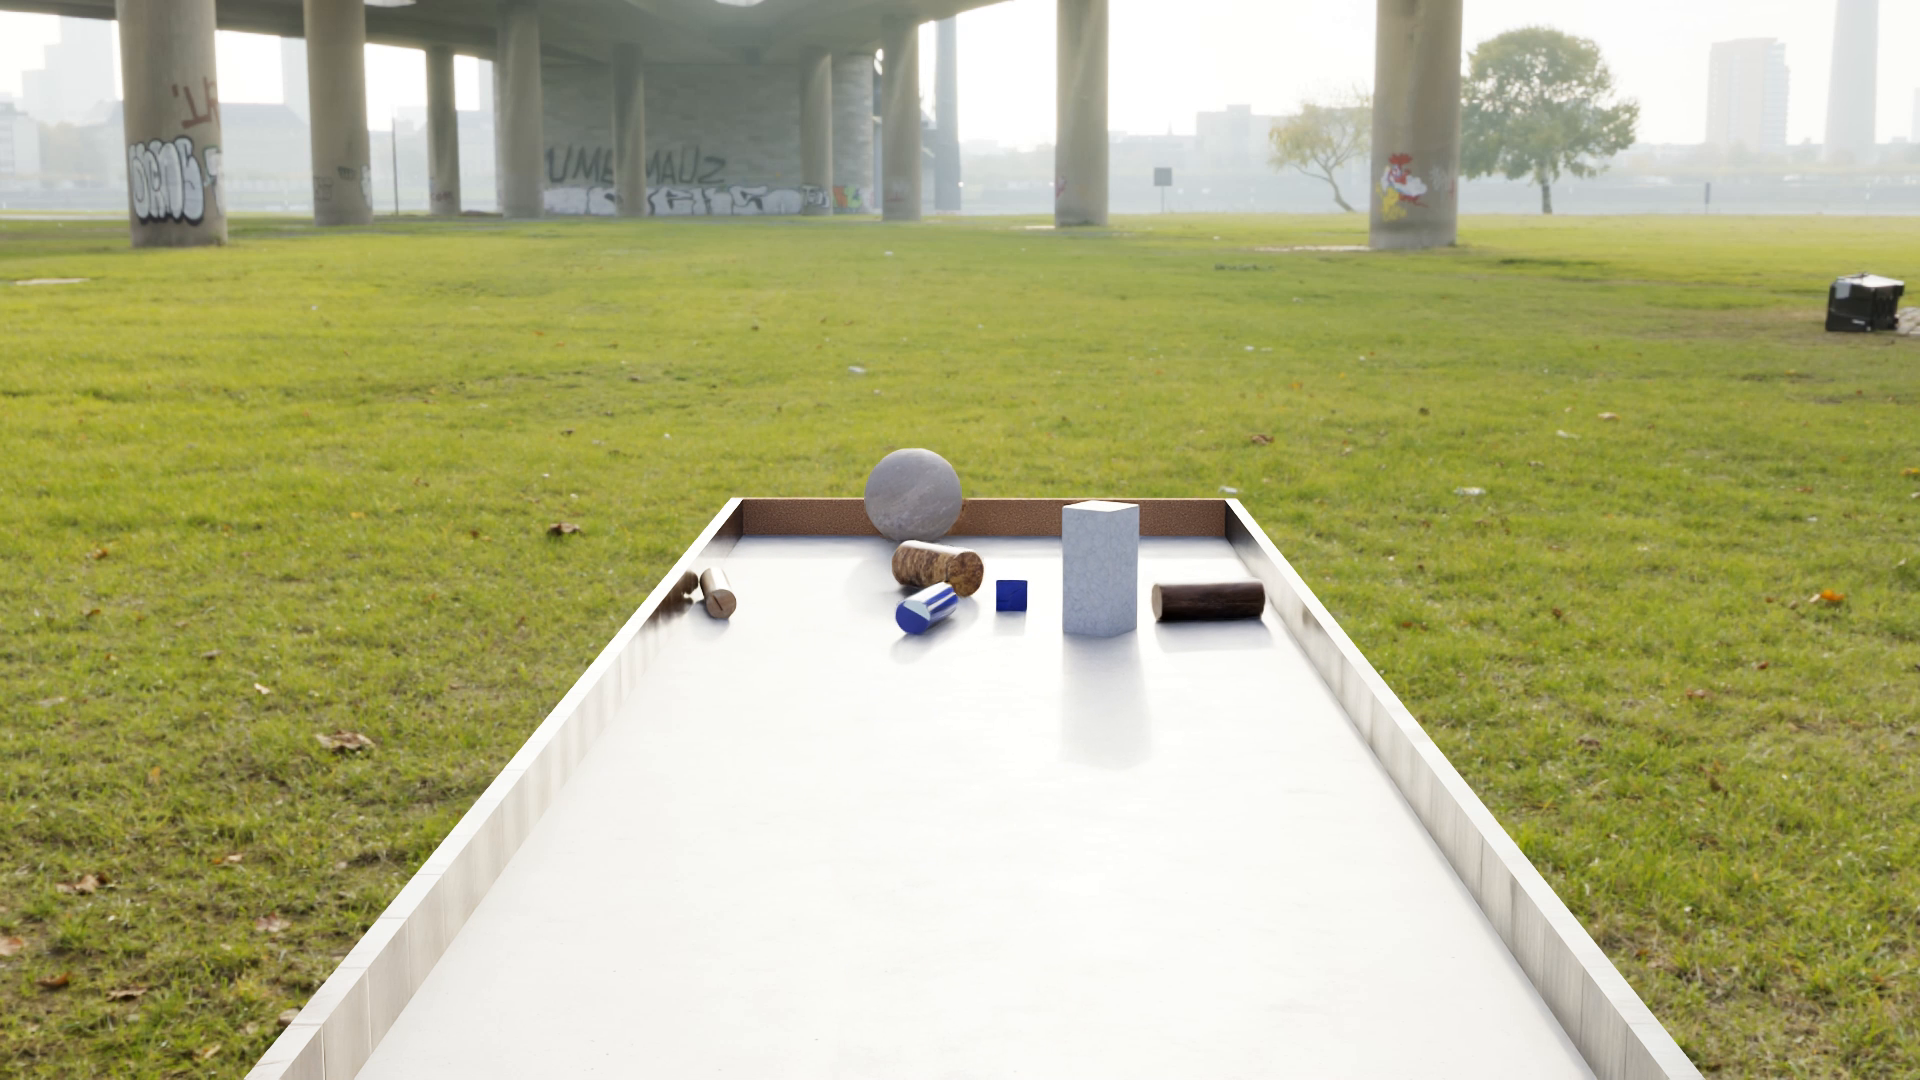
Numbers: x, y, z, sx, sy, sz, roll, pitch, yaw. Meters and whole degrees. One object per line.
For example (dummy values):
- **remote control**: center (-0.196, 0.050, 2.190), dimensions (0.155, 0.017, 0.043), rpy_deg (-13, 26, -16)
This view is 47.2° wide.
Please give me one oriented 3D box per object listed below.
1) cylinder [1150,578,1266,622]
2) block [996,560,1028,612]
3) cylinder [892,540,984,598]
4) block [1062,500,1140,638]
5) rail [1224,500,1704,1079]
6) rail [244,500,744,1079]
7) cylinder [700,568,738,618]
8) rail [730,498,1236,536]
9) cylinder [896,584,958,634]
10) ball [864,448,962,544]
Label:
- **cylinder**: center (0.827, 0.200, 7.339), dimensions (0.357, 0.128, 0.128), rpy_deg (-2, 9, -12)
- **block**: center (0.183, 0.158, 7.665), dimensions (0.109, 0.109, 0.386), rpy_deg (0, 9, 2)
- **cylinder**: center (-0.080, 0.102, 7.833), dimensions (0.167, 0.167, 0.311), rpy_deg (-8, 12, -41)
- **block**: center (0.454, 0.092, 7.120), dimensions (0.179, 0.409, 0.179), rpy_deg (6, 11, 35)
- **rail**: center (1.046, 0.843, 3.208), dimensions (0.050, 0.150, 12.000), rpy_deg (0, 9, 1)
- **rail**: center (-1.004, 0.839, 3.234), dimensions (0.050, 0.150, 12.000), rpy_deg (0, 9, 1)
- **cylinder**: center (-0.832, 0.180, 7.549), dimensions (0.102, 0.102, 0.430), rpy_deg (-2, 9, -10)
- **rail**: center (0.099, -0.098, 9.147), dimensions (2.100, 0.150, 0.050), rpy_deg (0, 9, 1)
- **cylinder**: center (-0.108, 0.224, 7.226), dimensions (0.116, 0.116, 0.308), rpy_deg (3, 9, 16)
- **ball**: center (-0.187, -0.174, 8.851), dimensions (0.394, 0.394, 0.394), rpy_deg (0, 9, 0)
